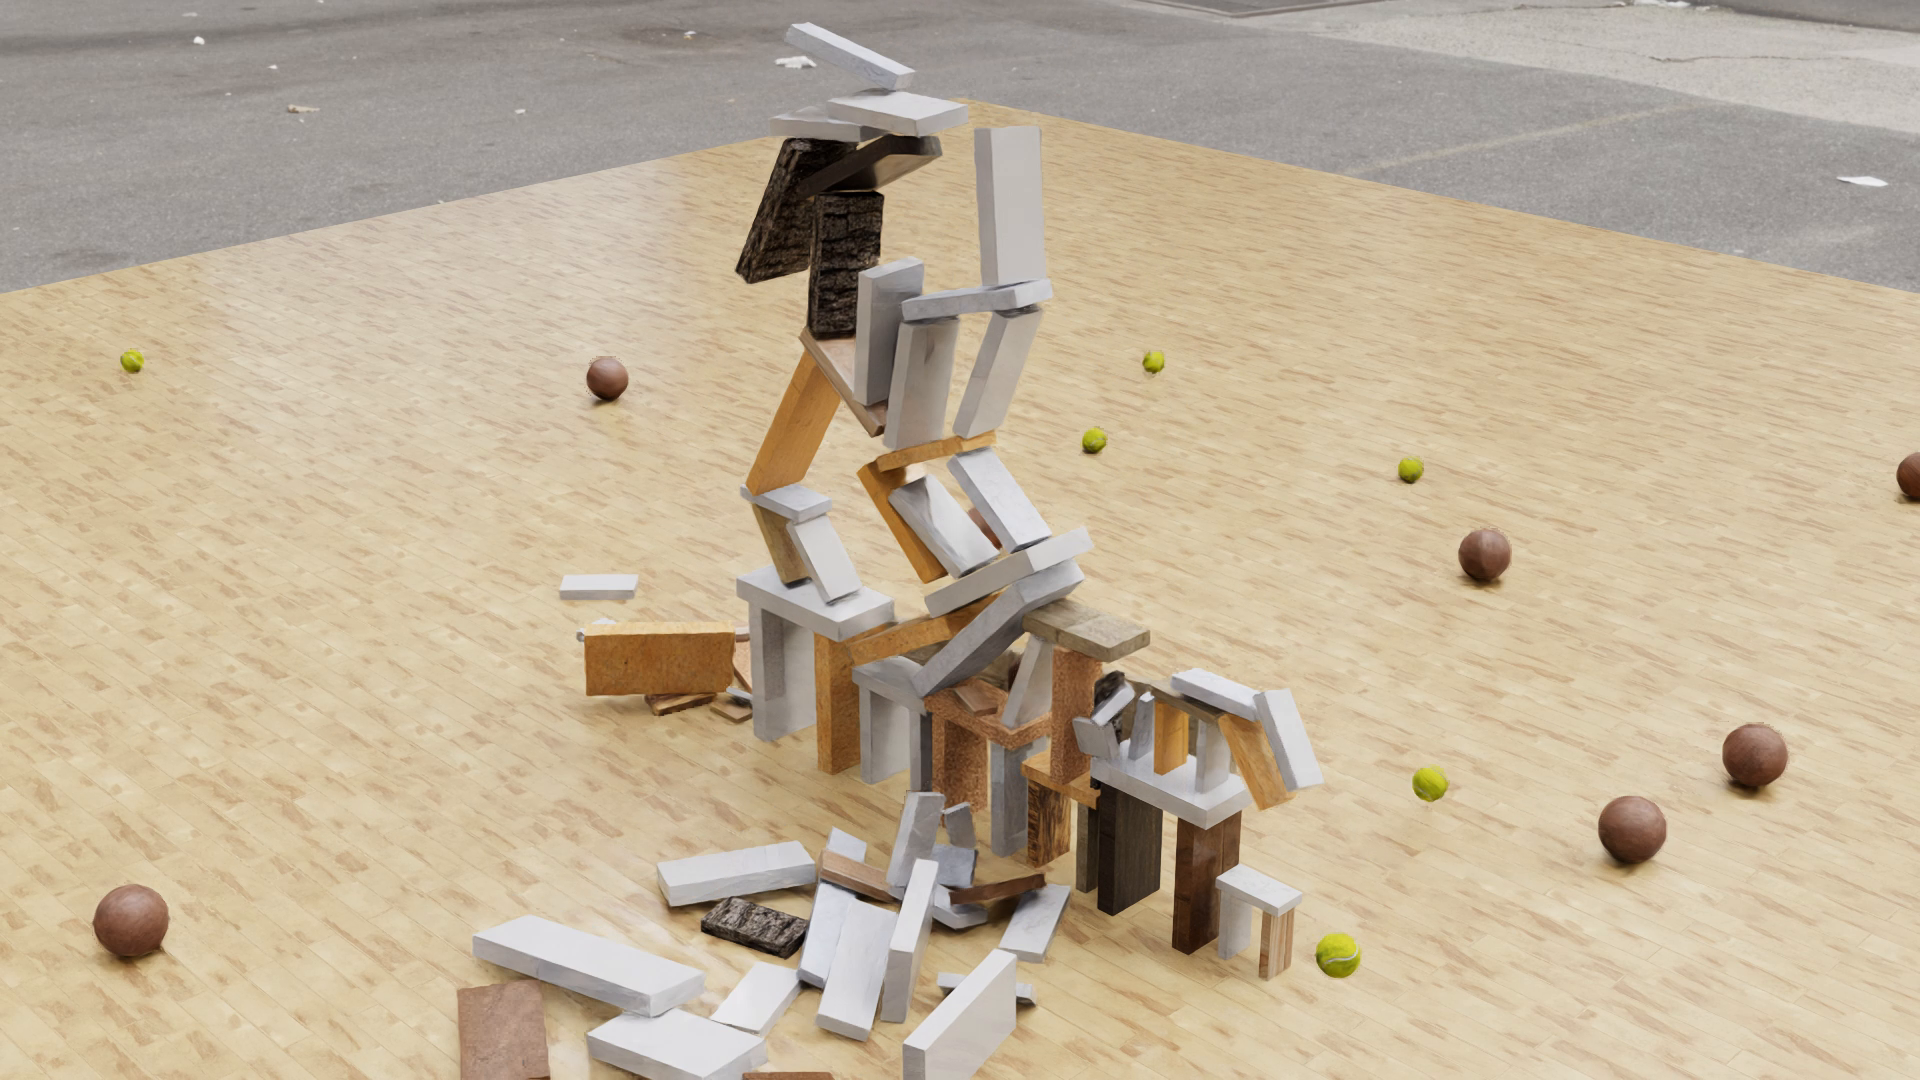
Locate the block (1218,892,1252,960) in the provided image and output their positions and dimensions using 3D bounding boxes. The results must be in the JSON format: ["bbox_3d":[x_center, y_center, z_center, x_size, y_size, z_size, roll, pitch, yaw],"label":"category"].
[{"bbox_3d":[0.498,0.683,3.972,0.020,0.139,0.070,21,31,41],"label":"block"}]

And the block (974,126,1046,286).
[{"bbox_3d":[0.092,-0.609,3.995,0.040,0.279,0.139,6,14,40],"label":"block"}]

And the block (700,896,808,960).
[{"bbox_3d":[-0.373,0.713,4.047,0.188,0.027,0.094,12,26,26],"label":"block"}]

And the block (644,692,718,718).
[{"bbox_3d":[-0.622,0.349,4.896,0.145,0.021,0.072,-14,38,-29],"label":"block"}]

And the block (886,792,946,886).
[{"bbox_3d":[-0.082,0.557,4.106,0.025,0.175,0.087,18,5,36],"label":"block"}]

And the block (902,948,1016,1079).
[{"bbox_3d":[0.002,0.819,3.641,0.042,0.148,0.308,12,26,27],"label":"block"}]

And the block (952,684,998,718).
[{"bbox_3d":[0.030,0.314,4.290,0.052,0.015,0.103,-9,25,-21],"label":"block"}]

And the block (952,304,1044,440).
[{"bbox_3d":[0.070,-0.315,4.078,0.036,0.251,0.126,32,30,22],"label":"block"}]

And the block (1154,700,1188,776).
[{"bbox_3d":[0.381,0.346,3.965,0.020,0.142,0.071,19,30,41],"label":"block"}]

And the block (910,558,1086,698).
[{"bbox_3d":[0.069,0.172,4.225,0.161,0.409,0.046,-21,74,-40],"label":"block"}]

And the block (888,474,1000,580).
[{"bbox_3d":[-0.031,-0.026,4.224,0.106,0.030,0.212,-26,68,-40],"label":"block"}]

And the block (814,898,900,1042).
[{"bbox_3d":[-0.181,0.758,3.903,0.094,0.027,0.363,19,24,-1],"label":"block"}]

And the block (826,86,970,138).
[{"bbox_3d":[-0.118,-0.795,4.081,0.115,0.033,0.296,-23,28,-30],"label":"block"}]

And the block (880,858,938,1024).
[{"bbox_3d":[-0.088,0.707,3.900,0.042,0.148,0.295,9,24,5],"label":"block"}]

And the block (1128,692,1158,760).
[{"bbox_3d":[0.341,0.334,4.010,0.018,0.129,0.064,27,34,31],"label":"block"}]

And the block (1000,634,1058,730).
[{"bbox_3d":[0.151,0.254,4.173,0.031,0.219,0.109,38,40,27],"label":"block"}]

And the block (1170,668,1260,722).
[{"bbox_3d":[0.464,0.270,3.847,0.174,0.025,0.087,21,19,34],"label":"block"}]

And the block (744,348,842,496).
[{"bbox_3d":[-0.317,-0.249,4.463,0.129,0.417,0.037,-21,63,-37],"label":"block"}]

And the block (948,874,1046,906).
[{"bbox_3d":[0.070,0.647,4.077,0.087,0.025,0.175,-17,-10,39],"label":"block"}]

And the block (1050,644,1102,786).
[{"bbox_3d":[0.218,0.313,4.110,0.031,0.279,0.109,20,30,37],"label":"block"}]

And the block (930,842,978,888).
[{"bbox_3d":[-0.044,0.618,4.208,0.149,0.074,0.021,8,-7,18],"label":"block"}]

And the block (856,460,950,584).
[{"bbox_3d":[-0.082,-0.047,4.286,0.129,0.037,0.258,-21,74,-42],"label":"block"}]

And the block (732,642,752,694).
[{"bbox_3d":[-0.497,0.279,5.068,0.072,0.021,0.402,-7,23,-22],"label":"block"}]

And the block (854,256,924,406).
[{"bbox_3d":[-0.135,-0.395,4.158,0.131,0.263,0.037,-23,40,-38],"label":"block"}]

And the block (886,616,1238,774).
[{"bbox_3d":[0.088,0.309,4.817,1.120,0.161,0.046,13,14,27],"label":"block"}]

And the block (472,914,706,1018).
[{"bbox_3d":[-0.657,0.746,3.874,0.424,0.040,0.140,10,13,33],"label":"block"}]

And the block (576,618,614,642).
[{"bbox_3d":[-0.761,0.245,5.150,0.290,0.026,0.092,16,28,33],"label":"block"}]

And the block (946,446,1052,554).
[{"bbox_3d":[0.074,-0.076,4.114,0.106,0.030,0.212,-17,67,-48],"label":"block"}]

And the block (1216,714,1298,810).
[{"bbox_3d":[0.517,0.378,3.818,0.087,0.174,0.025,-9,-20,-46],"label":"block"}]

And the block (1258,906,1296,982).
[{"bbox_3d":[0.564,0.709,3.912,0.020,0.139,0.070,21,31,41],"label":"block"}]

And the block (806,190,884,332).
[{"bbox_3d":[-0.221,-0.535,4.230,0.131,0.263,0.037,-9,26,-33],"label":"block"}]

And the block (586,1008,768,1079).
[{"bbox_3d":[-0.472,0.844,3.657,0.284,0.040,0.142,8,20,39],"label":"block"}]

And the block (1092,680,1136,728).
[{"bbox_3d":[0.274,0.293,3.930,0.082,0.023,0.164,-43,-3,3],"label":"block"}]

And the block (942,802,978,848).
[{"bbox_3d":[0.000,0.560,4.273,0.052,0.103,0.015,-20,34,-15],"label":"block"}]

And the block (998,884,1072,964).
[{"bbox_3d":[0.140,0.706,4.068,0.082,0.023,0.233,6,24,14],"label":"block"}]

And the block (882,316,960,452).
[{"bbox_3d":[-0.074,-0.300,4.179,0.036,0.251,0.126,29,31,36],"label":"block"}]

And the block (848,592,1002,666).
[{"bbox_3d":[-0.062,0.178,4.366,0.161,0.046,0.322,-21,1,-40],"label":"block"}]

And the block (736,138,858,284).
[{"bbox_3d":[-0.322,-0.656,4.330,0.161,0.322,0.046,-22,58,-44],"label":"block"}]

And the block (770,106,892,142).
[{"bbox_3d":[-0.240,-0.794,4.201,0.230,0.033,0.115,13,27,37],"label":"block"}]

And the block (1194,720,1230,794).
[{"bbox_3d":[0.450,0.373,3.902,0.020,0.142,0.071,22,31,40],"label":"block"}]

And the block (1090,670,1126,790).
[{"bbox_3d":[0.274,0.354,4.086,0.018,0.223,0.064,21,31,38],"label":"block"}]

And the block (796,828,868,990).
[{"bbox_3d":[-0.236,0.681,4.089,0.074,0.021,0.484,27,22,-7],"label":"block"}]
